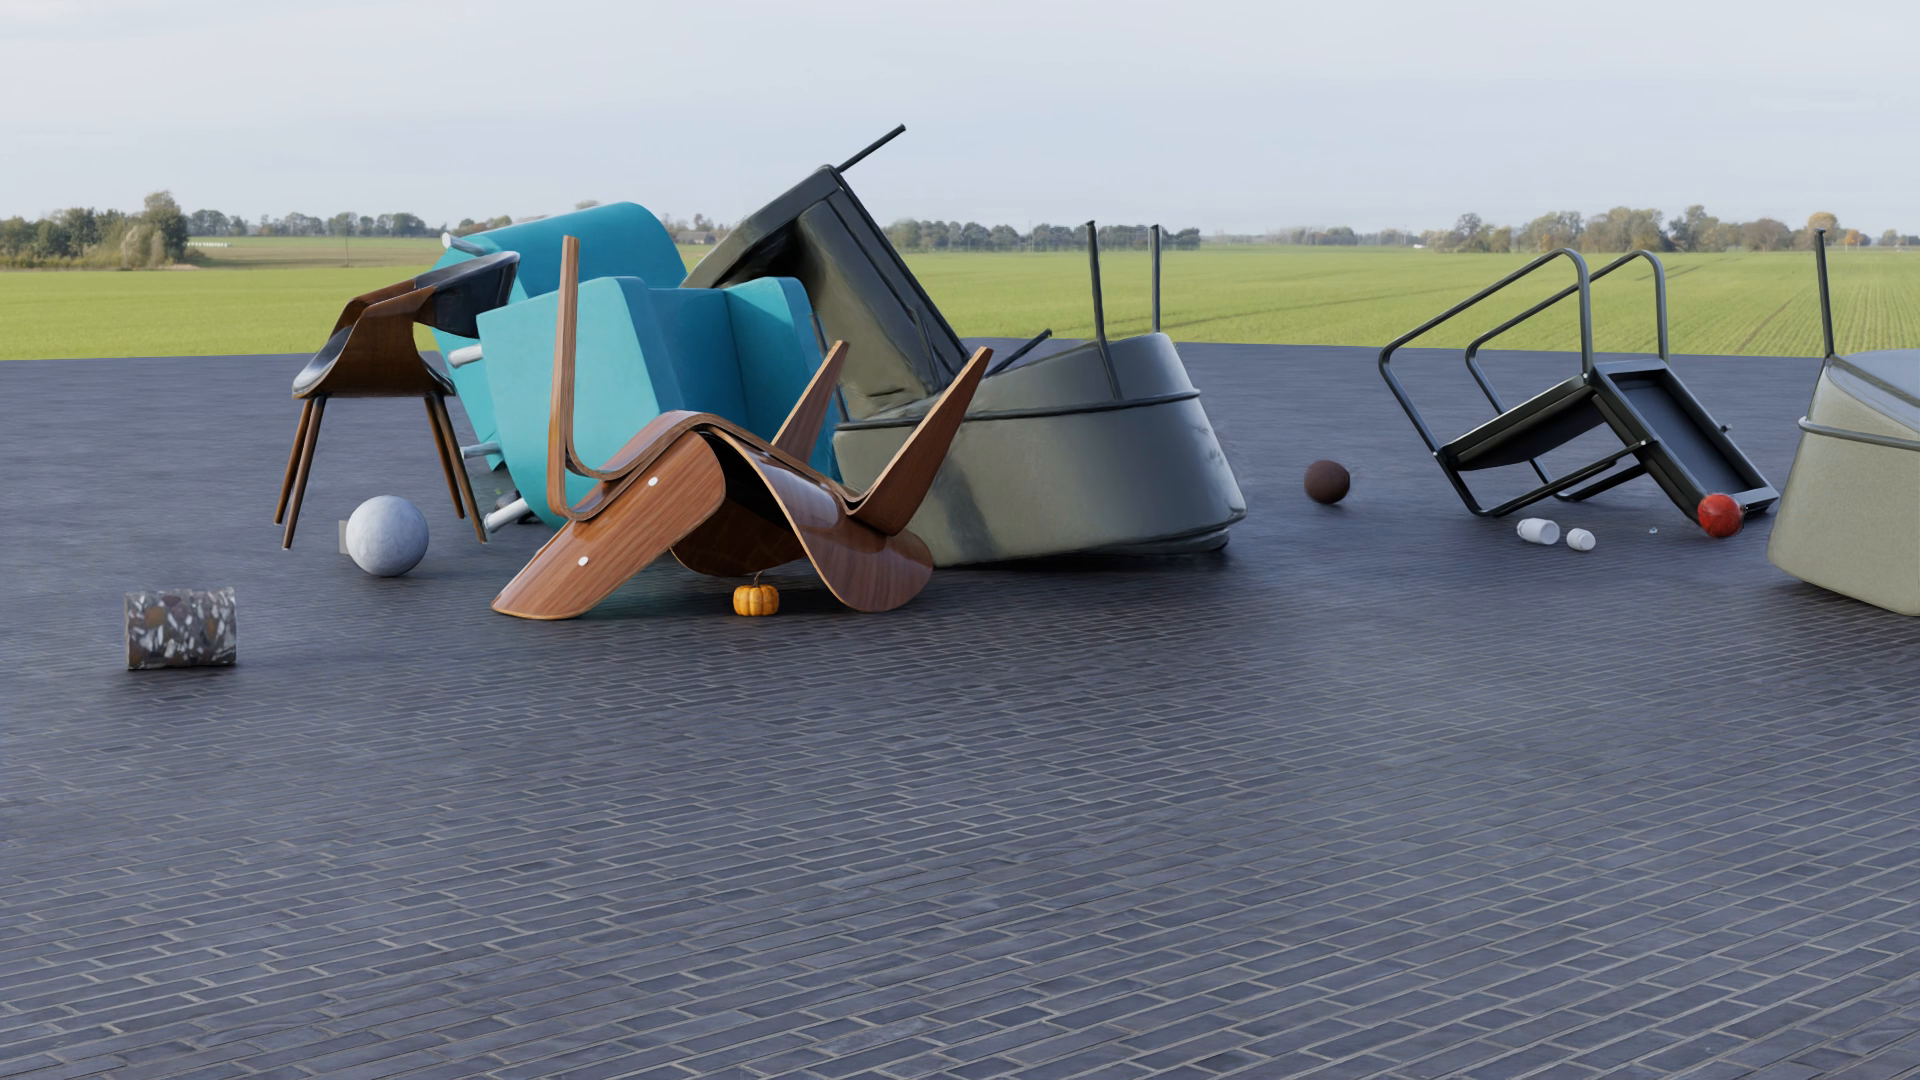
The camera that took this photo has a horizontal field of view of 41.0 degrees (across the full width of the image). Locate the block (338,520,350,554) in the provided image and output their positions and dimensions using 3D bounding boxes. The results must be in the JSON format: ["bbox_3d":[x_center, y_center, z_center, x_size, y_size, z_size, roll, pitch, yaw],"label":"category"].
[{"bbox_3d":[-1.378,-0.007,6.101,0.131,0.078,0.154,-6,8,-44],"label":"block"}]

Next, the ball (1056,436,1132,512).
[{"bbox_3d":[0.374,-0.184,7.157,0.213,0.213,0.213,0,6,0],"label":"ball"}]

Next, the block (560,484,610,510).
[{"bbox_3d":[-1.062,-0.121,7.279,0.115,0.064,0.079,2,6,20],"label":"block"}]

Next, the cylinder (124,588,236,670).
[{"bbox_3d":[-1.315,0.148,4.327,0.172,0.134,0.113,-2,25,-21],"label":"cylinder"}]

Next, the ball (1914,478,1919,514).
[{"bbox_3d":[2.547,-0.112,6.582,0.188,0.188,0.188,0,6,0],"label":"ball"}]

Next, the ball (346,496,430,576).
[{"bbox_3d":[-1.255,-0.009,5.623,0.179,0.179,0.179,0,6,0],"label":"ball"}]

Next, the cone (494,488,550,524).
[{"bbox_3d":[-1.178,-0.069,6.854,0.162,0.094,0.095,-21,34,14],"label":"cone"}]
